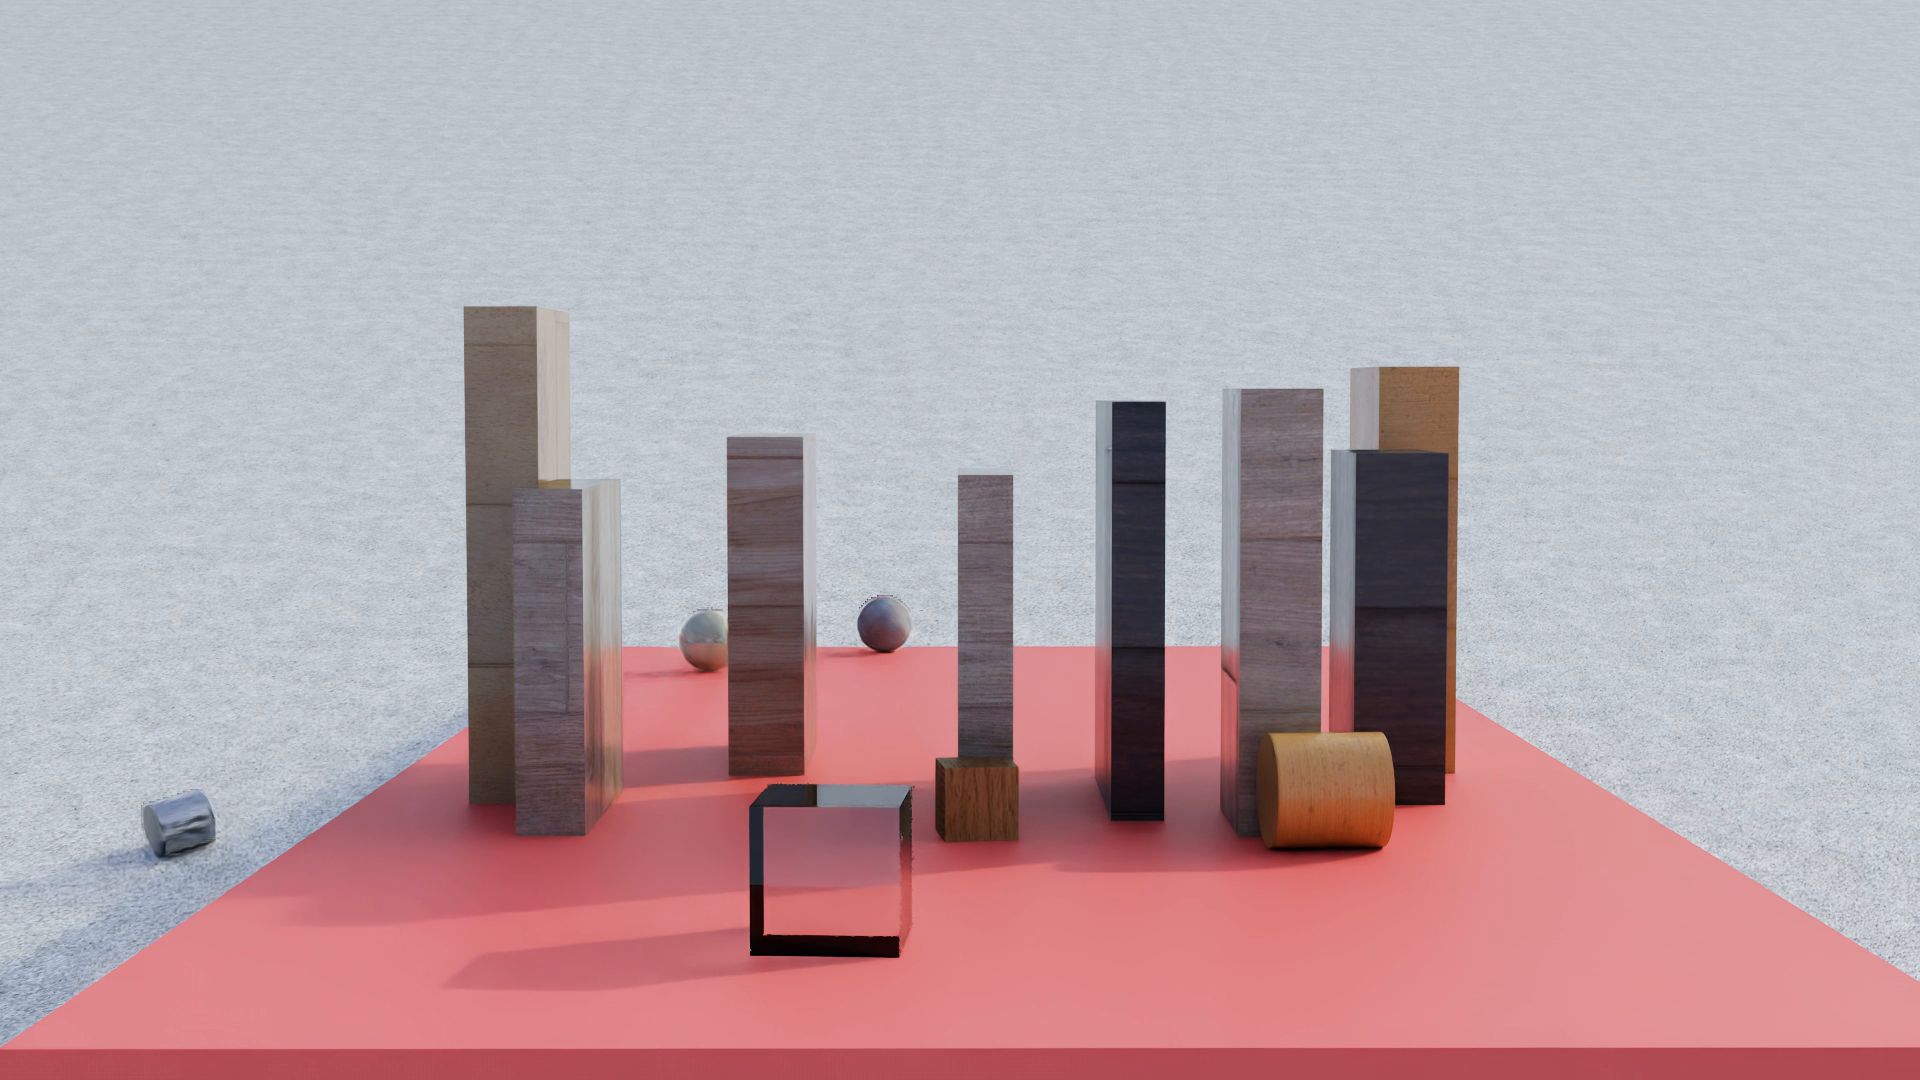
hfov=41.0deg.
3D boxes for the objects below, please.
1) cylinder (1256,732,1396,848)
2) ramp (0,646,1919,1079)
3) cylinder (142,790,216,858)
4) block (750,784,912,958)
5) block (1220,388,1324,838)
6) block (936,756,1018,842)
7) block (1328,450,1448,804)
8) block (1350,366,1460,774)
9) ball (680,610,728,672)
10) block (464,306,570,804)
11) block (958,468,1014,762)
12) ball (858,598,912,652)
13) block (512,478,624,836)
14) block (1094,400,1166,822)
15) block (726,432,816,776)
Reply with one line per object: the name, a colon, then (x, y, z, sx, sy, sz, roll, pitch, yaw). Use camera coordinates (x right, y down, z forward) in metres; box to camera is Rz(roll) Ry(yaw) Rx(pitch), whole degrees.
cylinder: (0.517, 0.354, 3.644, 0.164, 0.164, 0.164, 0, 21, -4)
ramp: (0.048, 0.436, 4.532, 2.000, 0.100, 4.000, 0, 3, 0)
cylinder: (-1.725, 0.628, 5.679, 0.118, 0.118, 0.118, -16, 26, -36)
block: (-0.150, 0.386, 3.024, 0.172, 0.172, 0.172, 0, 3, 4)
block: (0.464, 0.099, 3.842, 0.119, 0.650, 0.259, 0, 3, 0)
block: (0.024, 0.377, 3.747, 0.107, 0.107, 0.107, 0, 3, -8)
block: (0.687, 0.132, 4.138, 0.144, 0.550, 0.266, 0, 3, 0)
block: (0.771, 0.043, 4.489, 0.134, 0.688, 0.315, 0, 3, 0)
ball: (-0.578, 0.233, 5.944, 0.142, 0.142, 0.142, 0, 21, 0)
block: (-0.714, 0.016, 4.181, 0.114, 0.779, 0.339, 0, 3, 0)
block: (0.038, 0.153, 4.042, 0.084, 0.521, 0.334, 0, 3, 0)
ball: (-0.188, 0.211, 6.390, 0.135, 0.135, 0.135, 0, 21, 0)
block: (-0.597, 0.166, 3.944, 0.101, 0.506, 0.428, 0, 3, 0)
block: (0.267, 0.096, 4.075, 0.081, 0.631, 0.445, 0, 3, 0)
block: (-0.327, 0.101, 4.515, 0.128, 0.571, 0.393, 0, 3, 0)
